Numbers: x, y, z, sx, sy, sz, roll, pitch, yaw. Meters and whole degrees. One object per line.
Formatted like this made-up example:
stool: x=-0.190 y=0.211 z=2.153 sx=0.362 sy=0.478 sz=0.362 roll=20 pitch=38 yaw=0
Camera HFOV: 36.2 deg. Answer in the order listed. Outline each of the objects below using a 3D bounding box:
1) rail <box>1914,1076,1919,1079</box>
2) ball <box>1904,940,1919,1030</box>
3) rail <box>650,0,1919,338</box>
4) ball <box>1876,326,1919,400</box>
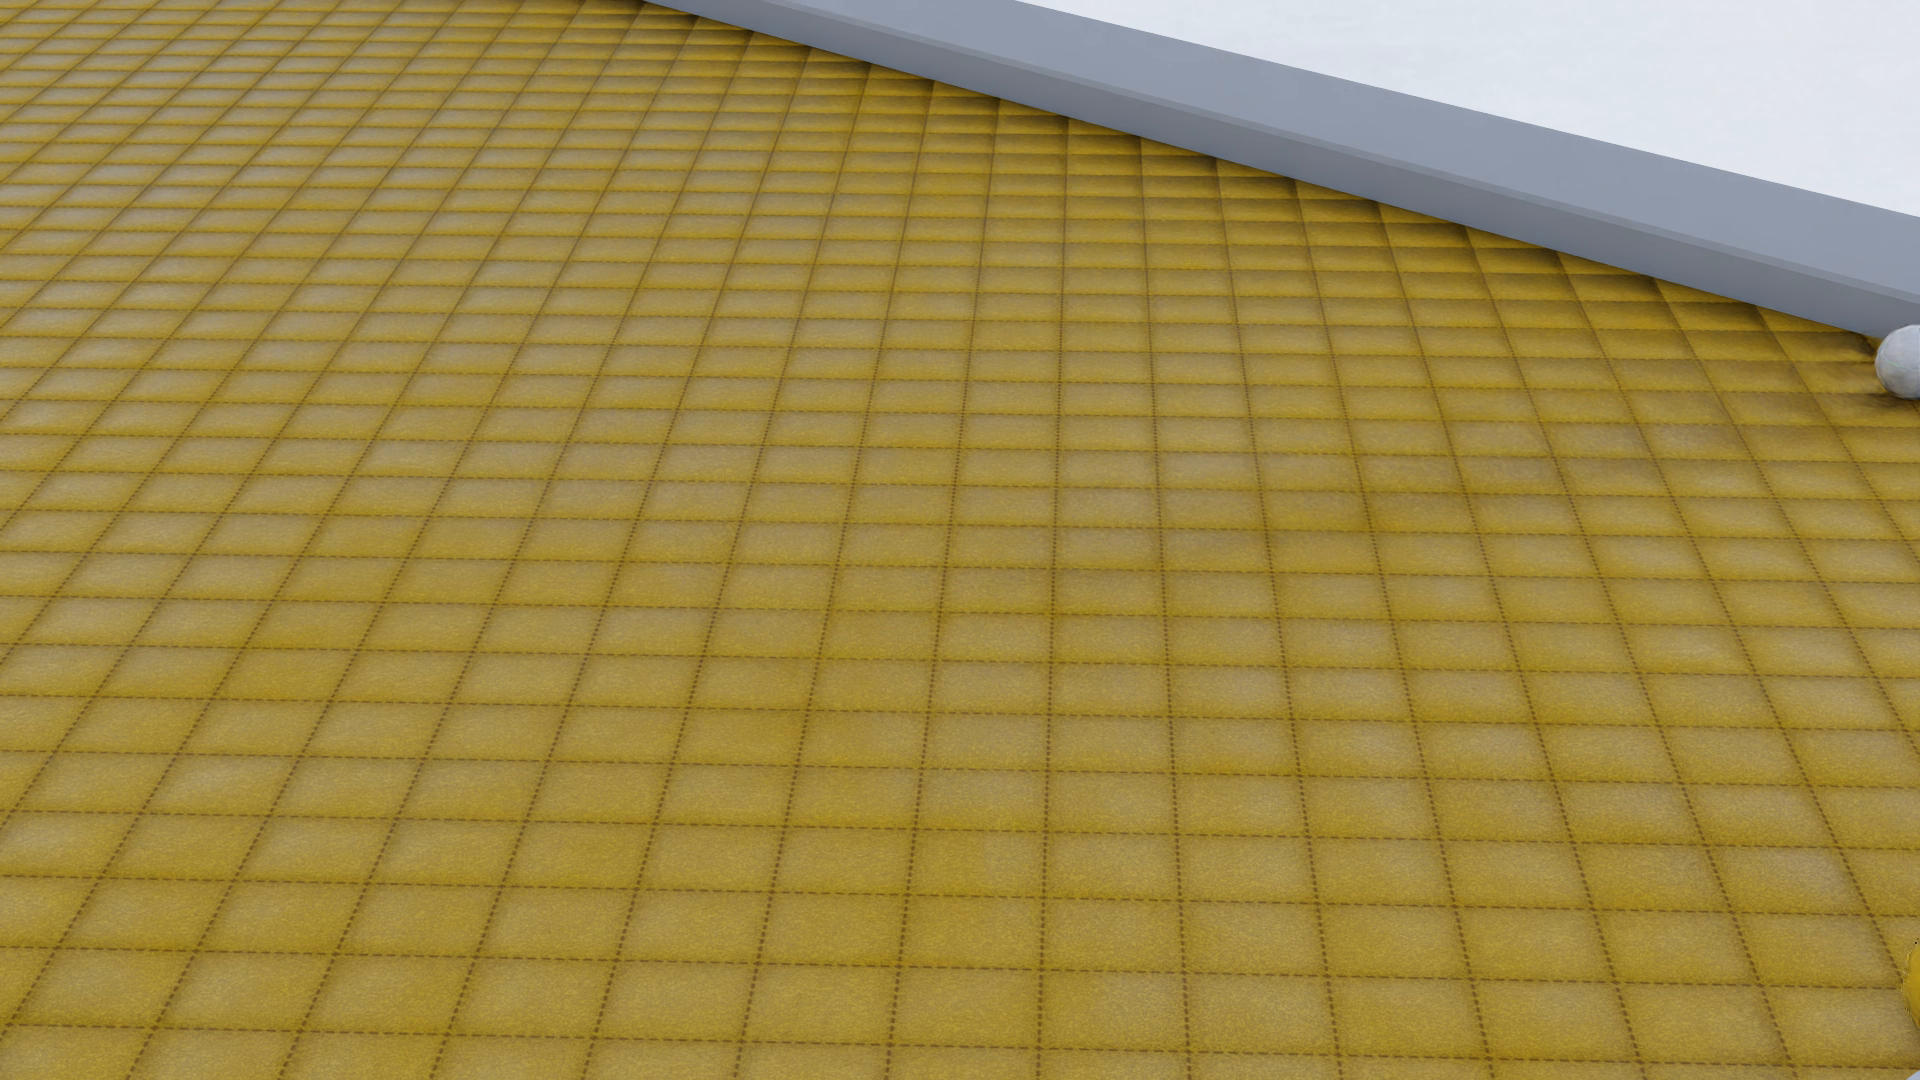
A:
rail: x=0.655 y=0.256 z=1.683 sx=2.157 sy=0.129 sz=0.045 roll=-20 pitch=30 yaw=-38
ball: x=0.599 y=0.263 z=1.723 sx=0.088 sy=0.088 sz=0.088 roll=0 pitch=23 yaw=0
rail: x=0.106 y=-0.592 z=3.664 sx=0.045 sy=0.129 sz=3.963 roll=-20 pitch=30 yaw=-38
ball: x=0.891 y=-0.165 z=2.745 sx=0.070 sy=0.070 sz=0.070 roll=0 pitch=23 yaw=0
